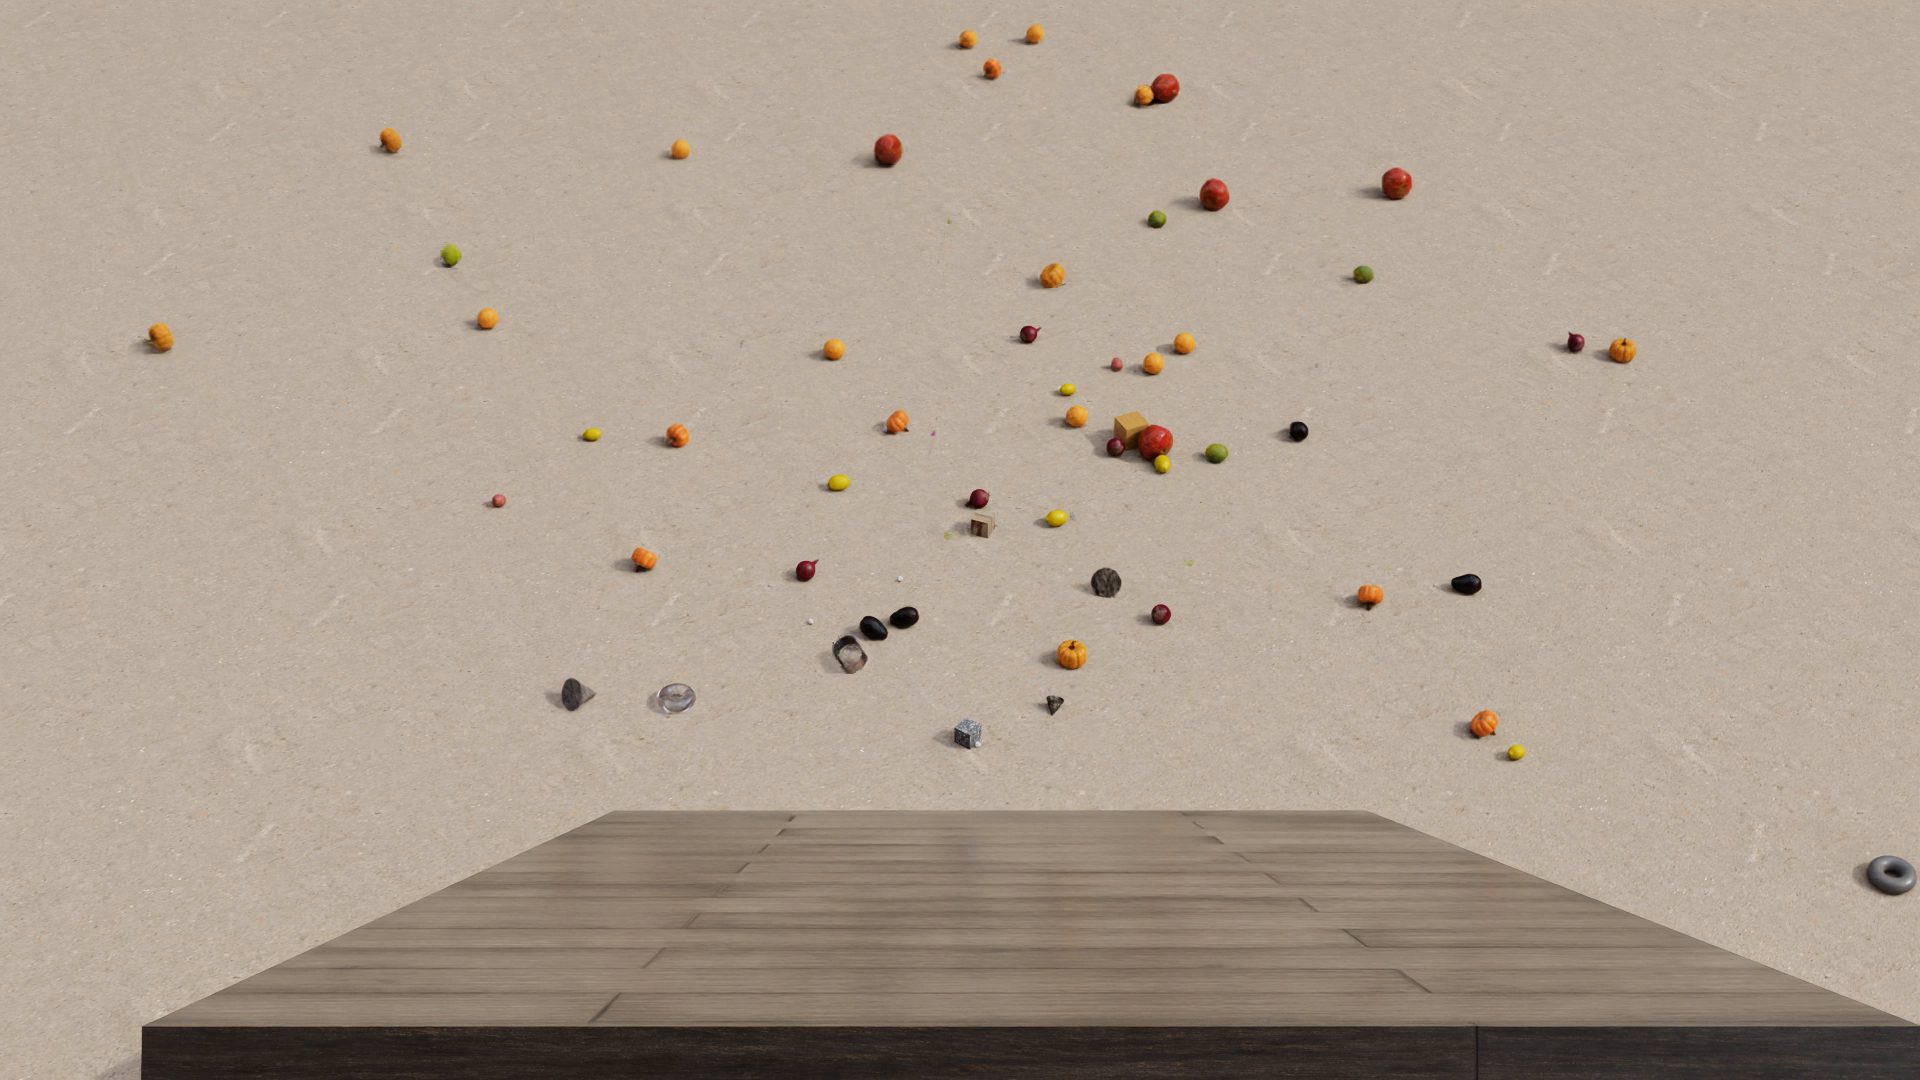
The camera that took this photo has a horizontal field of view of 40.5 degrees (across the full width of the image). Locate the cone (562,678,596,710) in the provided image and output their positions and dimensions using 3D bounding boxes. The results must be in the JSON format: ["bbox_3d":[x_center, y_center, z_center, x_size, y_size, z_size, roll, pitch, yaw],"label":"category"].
[{"bbox_3d":[-1.066,0.437,7.390,0.092,0.092,0.092,2,26,-46],"label":"cone"}]

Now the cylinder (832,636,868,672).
[{"bbox_3d":[-0.318,0.330,7.505,0.076,0.076,0.076,-16,40,-20],"label":"cylinder"}]

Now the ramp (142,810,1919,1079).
[{"bbox_3d":[0.081,0.683,4.917,2.000,0.100,4.000,0,-2,0],"label":"ramp"}]

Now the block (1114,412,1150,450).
[{"bbox_3d":[0.554,-0.353,8.411,0.082,0.082,0.082,-16,40,-20],"label":"block"}]

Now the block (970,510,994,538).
[{"bbox_3d":[0.071,-0.051,8.028,0.057,0.057,0.057,14,39,18],"label":"block"}]

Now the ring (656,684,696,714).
[{"bbox_3d":[-0.804,0.448,7.378,0.111,0.037,0.111,1,37,-1],"label":"ring"}]

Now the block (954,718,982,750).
[{"bbox_3d":[0.022,0.539,7.243,0.054,0.054,0.054,24,43,28],"label":"block"}]

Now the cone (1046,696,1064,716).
[{"bbox_3d":[0.265,0.475,7.354,0.053,0.053,0.053,7,64,9],"label":"cone"}]

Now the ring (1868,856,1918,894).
[{"bbox_3d":[2.438,0.875,6.805,0.126,0.042,0.126,-1,37,1],"label":"ring"}]

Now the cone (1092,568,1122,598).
[{"bbox_3d":[0.446,0.120,7.814,0.090,0.090,0.090,7,11,10],"label":"cone"}]
